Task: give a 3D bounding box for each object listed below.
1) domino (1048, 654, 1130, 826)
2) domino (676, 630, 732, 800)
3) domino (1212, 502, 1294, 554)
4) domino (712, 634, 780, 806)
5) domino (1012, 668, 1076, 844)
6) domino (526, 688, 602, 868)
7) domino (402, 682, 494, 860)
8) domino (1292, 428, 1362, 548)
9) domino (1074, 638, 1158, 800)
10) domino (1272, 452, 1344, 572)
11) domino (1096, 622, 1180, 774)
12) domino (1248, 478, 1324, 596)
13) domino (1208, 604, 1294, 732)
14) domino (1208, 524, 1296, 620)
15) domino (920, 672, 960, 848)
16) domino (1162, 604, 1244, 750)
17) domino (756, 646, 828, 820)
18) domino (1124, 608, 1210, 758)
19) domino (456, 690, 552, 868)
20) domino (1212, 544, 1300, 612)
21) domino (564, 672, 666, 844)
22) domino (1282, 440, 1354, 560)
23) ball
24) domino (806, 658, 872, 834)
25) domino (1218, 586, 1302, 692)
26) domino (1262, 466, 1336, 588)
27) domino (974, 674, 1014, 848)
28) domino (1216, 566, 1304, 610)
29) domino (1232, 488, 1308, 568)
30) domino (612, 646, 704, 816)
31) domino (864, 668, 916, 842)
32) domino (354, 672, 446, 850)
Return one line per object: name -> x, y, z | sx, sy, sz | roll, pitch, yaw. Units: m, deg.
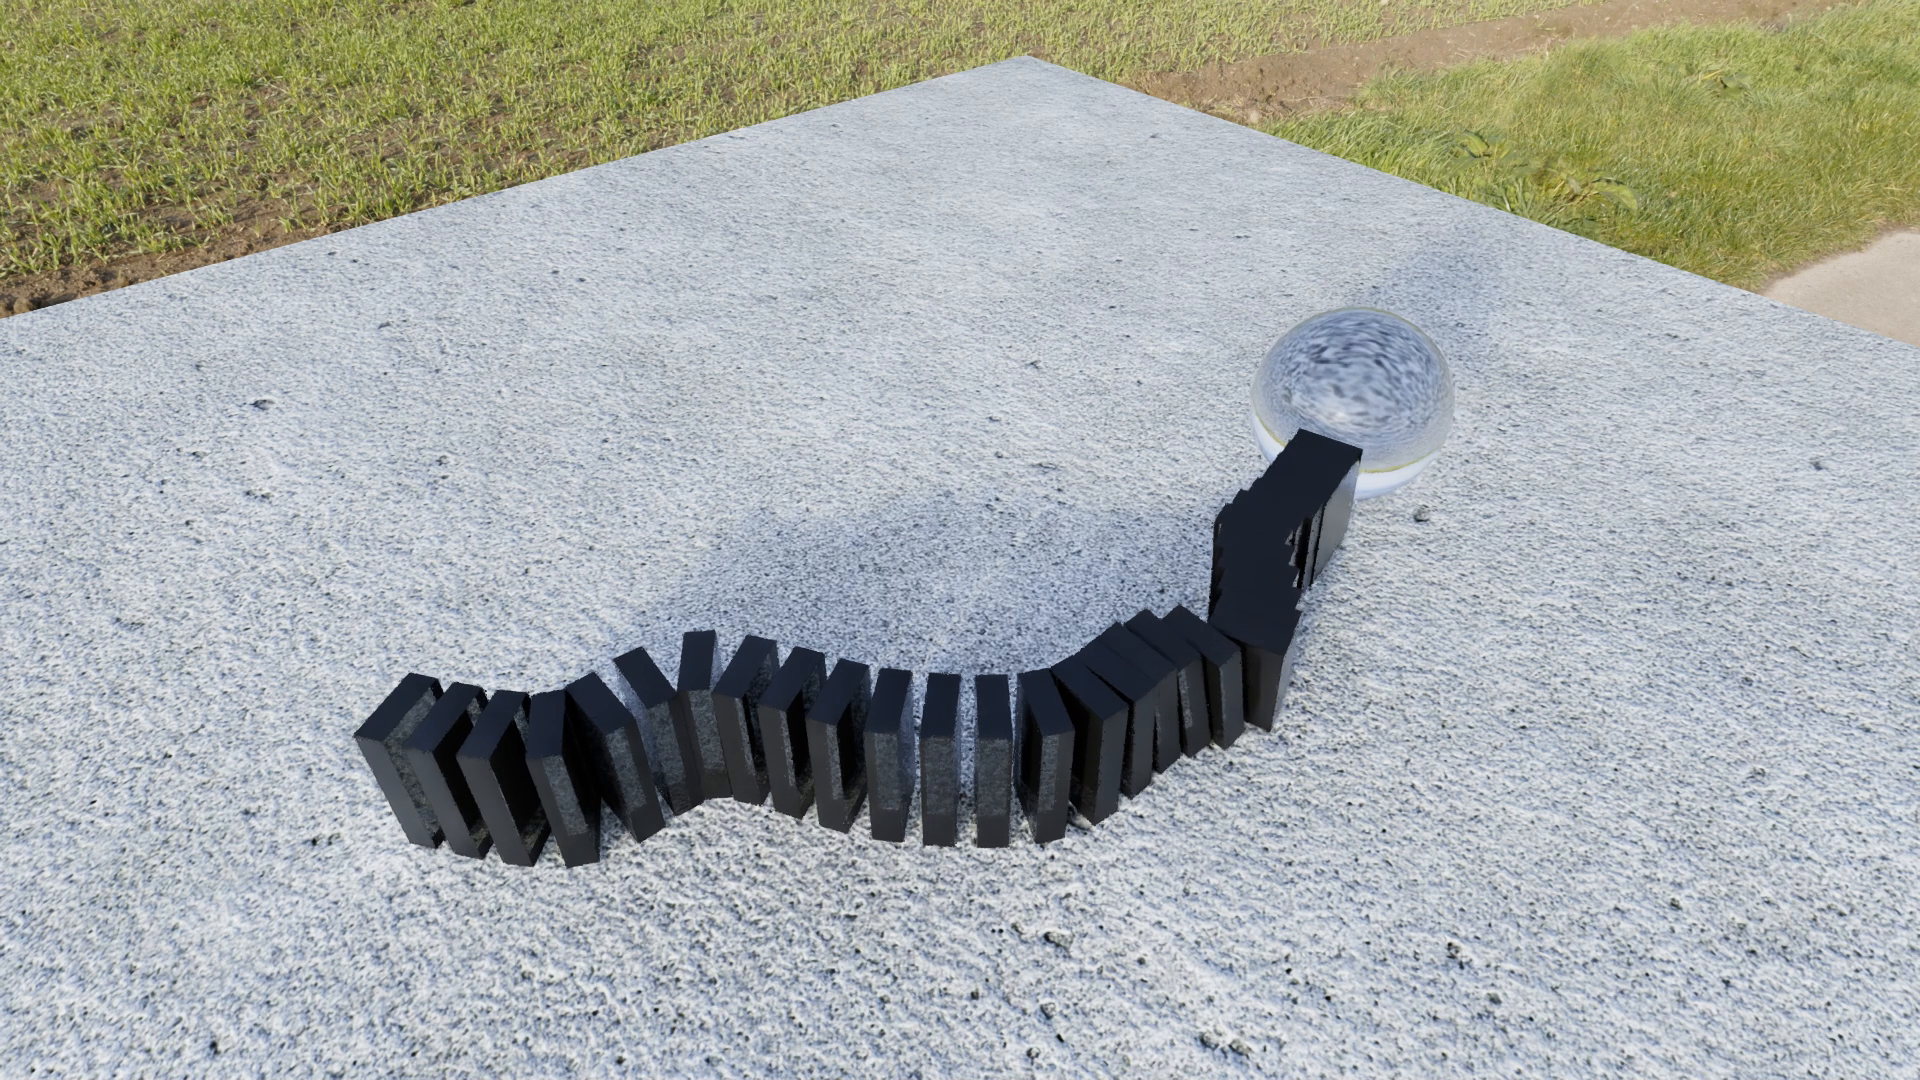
domino -> 0.038, 0.062, 0.336 | 0.010, 0.050, 0.025 | -25, 46, -25
domino -> -0.079, 0.055, 0.344 | 0.009, 0.050, 0.025 | -4, 39, -4
domino -> 0.105, 0.010, 0.399 | 0.025, 0.050, 0.010 | 24, 61, 26
domino -> -0.064, 0.057, 0.342 | 0.010, 0.050, 0.025 | 10, 40, 12
domino -> 0.025, 0.066, 0.331 | 0.010, 0.050, 0.025 | -9, 40, -11
domino -> -0.116, 0.071, 0.325 | 0.009, 0.050, 0.025 | -8, 40, -10
domino -> -0.146, 0.069, 0.327 | 0.010, 0.050, 0.025 | 8, 40, 10
domino -> 0.142, -0.020, 0.435 | 0.025, 0.050, 0.009 | 24, 60, 26
domino -> 0.048, 0.056, 0.342 | 0.009, 0.050, 0.025 | -33, 49, -26
domino -> 0.131, -0.010, 0.423 | 0.025, 0.050, 0.009 | 24, 60, 26
domino -> 0.057, 0.051, 0.349 | 0.010, 0.050, 0.025 | -35, 50, -19
domino -> 0.119, 0.000, 0.411 | 0.025, 0.050, 0.009 | 24, 60, 26
domino -> 0.093, 0.042, 0.359 | 0.025, 0.050, 0.009 | 21, 60, 24
domino -> 0.103, 0.017, 0.390 | 0.025, 0.050, 0.009 | 20, 60, 23
domino -> -0.006, 0.067, 0.330 | 0.010, 0.050, 0.025 | 3, 39, 4
domino -> 0.079, 0.045, 0.356 | 0.010, 0.050, 0.025 | -38, 51, -17
domino -> -0.050, 0.060, 0.338 | 0.009, 0.050, 0.025 | 13, 41, 16
domino -> 0.067, 0.047, 0.354 | 0.009, 0.050, 0.025 | -34, 48, -14
domino -> -0.131, 0.071, 0.325 | 0.009, 0.050, 0.025 | 5, 40, 6
domino -> 0.102, 0.024, 0.382 | 0.025, 0.050, 0.010 | 20, 60, 23
domino -> -0.103, 0.066, 0.331 | 0.010, 0.050, 0.025 | -29, 48, -31
domino -> 0.137, -0.015, 0.429 | 0.025, 0.050, 0.009 | 24, 60, 26
ball -> 0.162, -0.056, 0.456 | 0.080, 0.080, 0.080 | 0, 39, 0
domino -> -0.035, 0.063, 0.334 | 0.009, 0.050, 0.025 | 12, 41, 14
domino -> 0.097, 0.037, 0.366 | 0.025, 0.050, 0.009 | 20, 60, 23
domino -> 0.125, -0.005, 0.417 | 0.025, 0.050, 0.010 | 24, 60, 26
domino -> 0.010, 0.067, 0.330 | 0.010, 0.050, 0.025 | -1, 39, -1
domino -> 0.100, 0.030, 0.374 | 0.025, 0.050, 0.010 | 20, 60, 23
domino -> 0.112, 0.005, 0.405 | 0.025, 0.050, 0.010 | 24, 60, 26
domino -> -0.093, 0.059, 0.339 | 0.009, 0.050, 0.025 | -25, 46, -28
domino -> -0.021, 0.065, 0.332 | 0.010, 0.050, 0.025 | 5, 40, 6
domino -> -0.161, 0.067, 0.330 | 0.009, 0.050, 0.025 | 10, 40, 11
